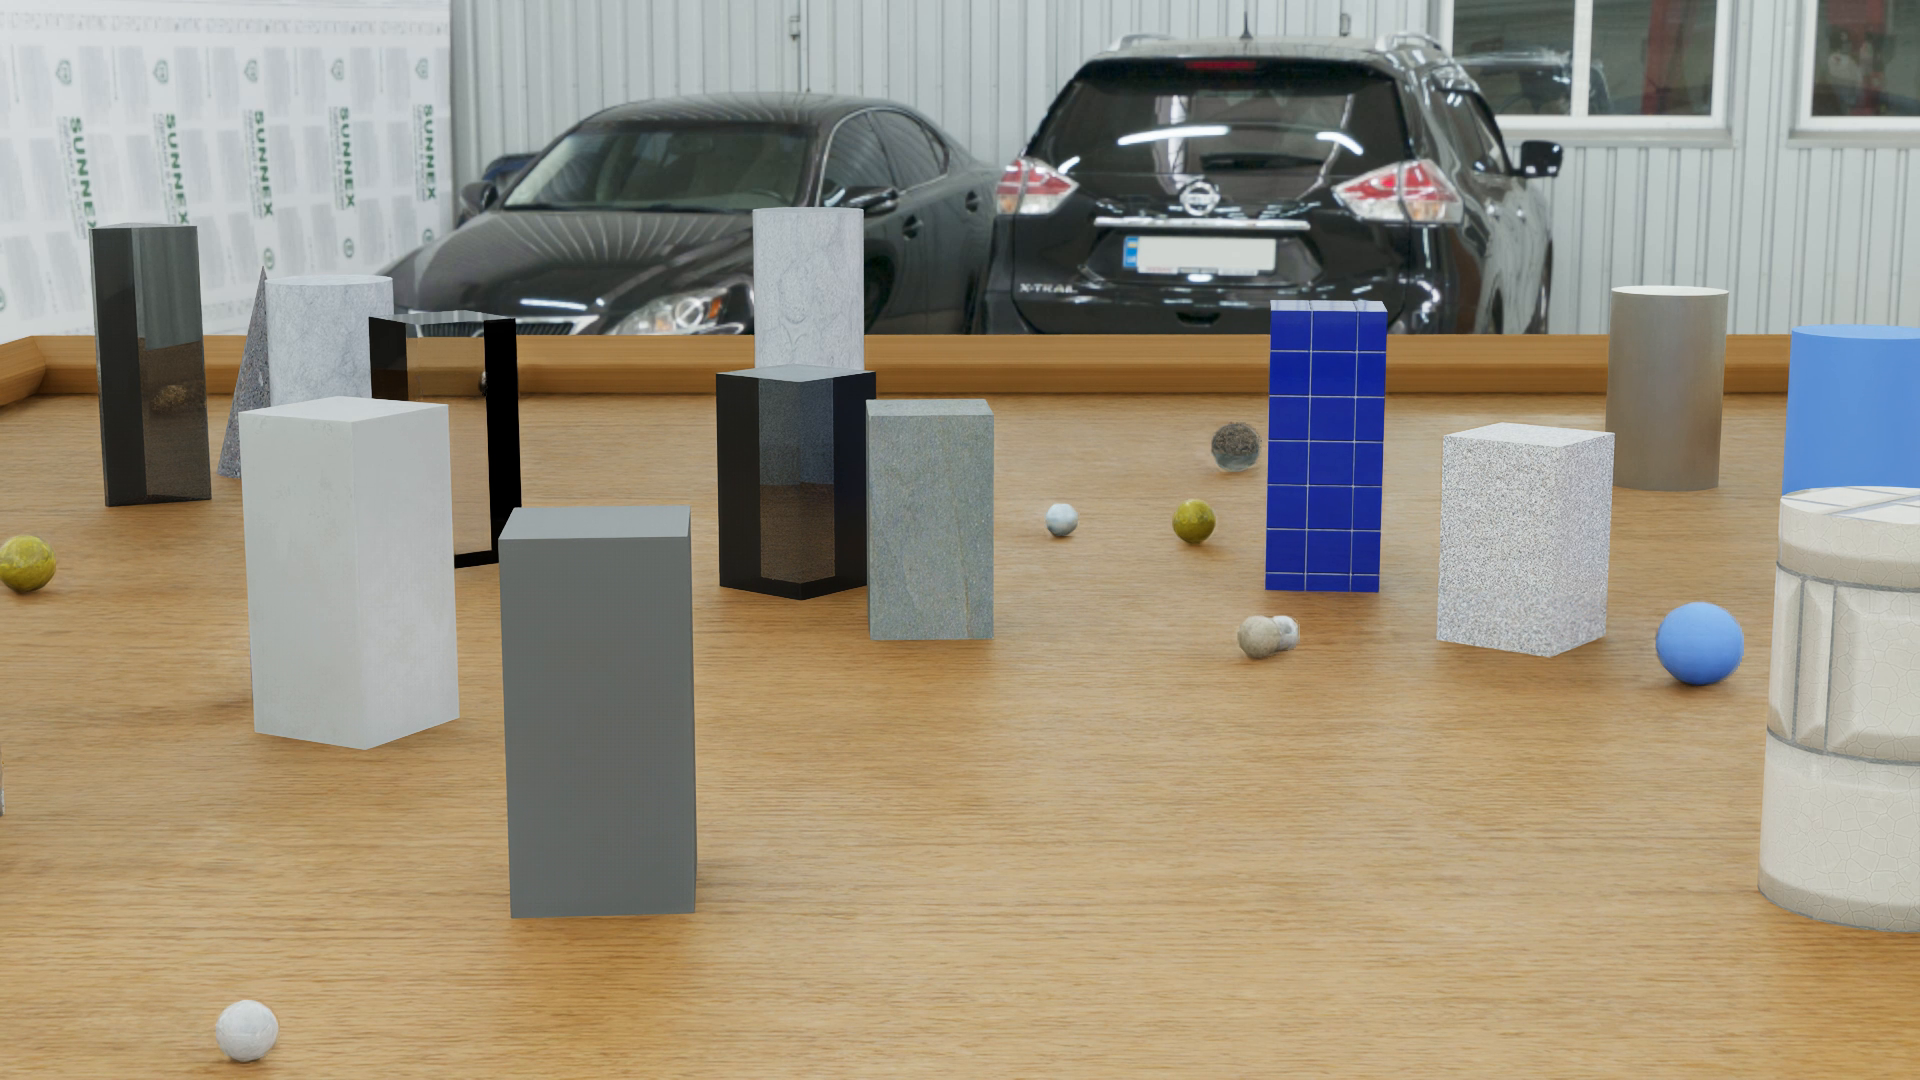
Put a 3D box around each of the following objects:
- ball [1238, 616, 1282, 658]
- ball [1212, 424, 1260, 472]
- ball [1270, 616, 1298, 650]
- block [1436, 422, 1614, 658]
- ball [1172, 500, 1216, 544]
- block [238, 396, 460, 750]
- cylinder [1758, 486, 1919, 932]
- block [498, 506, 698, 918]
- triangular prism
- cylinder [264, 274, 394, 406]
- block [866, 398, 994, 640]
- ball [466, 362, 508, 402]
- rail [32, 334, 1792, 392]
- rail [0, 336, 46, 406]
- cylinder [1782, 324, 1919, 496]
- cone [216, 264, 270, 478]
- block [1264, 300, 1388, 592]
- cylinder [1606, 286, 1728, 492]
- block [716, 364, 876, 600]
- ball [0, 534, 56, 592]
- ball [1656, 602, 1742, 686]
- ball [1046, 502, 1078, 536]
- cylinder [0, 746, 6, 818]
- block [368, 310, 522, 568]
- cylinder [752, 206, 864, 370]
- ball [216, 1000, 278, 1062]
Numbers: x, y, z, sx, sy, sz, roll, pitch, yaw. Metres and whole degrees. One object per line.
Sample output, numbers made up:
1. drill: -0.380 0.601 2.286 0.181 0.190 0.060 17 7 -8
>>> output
1. ball: 0.372 0.121 3.188 0.053 0.053 0.053 0 10 0
2. ball: 0.499 -0.167 4.646 0.089 0.089 0.089 0 10 0
3. ball: 0.404 0.117 3.233 0.044 0.044 0.044 0 10 0
4. block: 0.723 -0.004 3.281 0.158 0.265 0.158 8 13 38
5. ball: 0.360 -0.028 3.952 0.067 0.067 0.067 0 10 0
6. block: -0.673 0.031 2.837 0.158 0.357 0.158 6 12 28
7. cylinder: 0.812 0.143 2.247 0.198 0.352 0.198 0 10 0
8. block: -0.316 0.148 2.272 0.158 0.333 0.158 -1 11 -5
9. triangular prism: -1.381 -0.302 4.345 0.171 0.462 0.148 -5 12 -25
10. cylinder: -1.000 -0.220 4.101 0.198 0.391 0.198 0 10 0
11. block: -0.041 -0.029 3.346 0.158 0.290 0.158 -1 11 -3
12. ball: -1.034 -0.345 5.602 0.089 0.089 0.089 0 10 0
13. rail: -0.013 -0.393 5.748 4.134 0.128 0.045 0 10 0
14. rail: -2.043 0.035 3.437 0.045 0.128 4.724 0 10 0
15. cylinder: 1.237 -0.103 3.531 0.198 0.368 0.198 0 10 0
16. cone: -1.250 -0.311 4.634 0.198 0.375 0.198 0 10 0
17. block: 0.516 -0.136 3.639 0.158 0.393 0.158 1 11 6
18. cylinder: 1.238 -0.268 4.504 0.198 0.339 0.198 0 10 0
19. block: -0.229 -0.086 3.616 0.158 0.303 0.158 8 13 38
20. ball: -1.306 0.033 3.586 0.081 0.081 0.081 0 10 0
21. ball: 0.878 0.123 3.050 0.099 0.099 0.099 0 10 0
22. ball: 0.159 -0.032 4.016 0.052 0.052 0.052 0 10 0
23. cylinder: -1.039 0.061 2.471 0.198 0.431 0.198 0 10 0
24. block: -0.762 -0.150 3.807 0.158 0.361 0.158 -8 13 -38
25. cylinder: -0.271 -0.357 4.617 0.198 0.471 0.198 0 10 0
26. ball: -0.529 0.363 1.901 0.045 0.045 0.045 0 10 0
